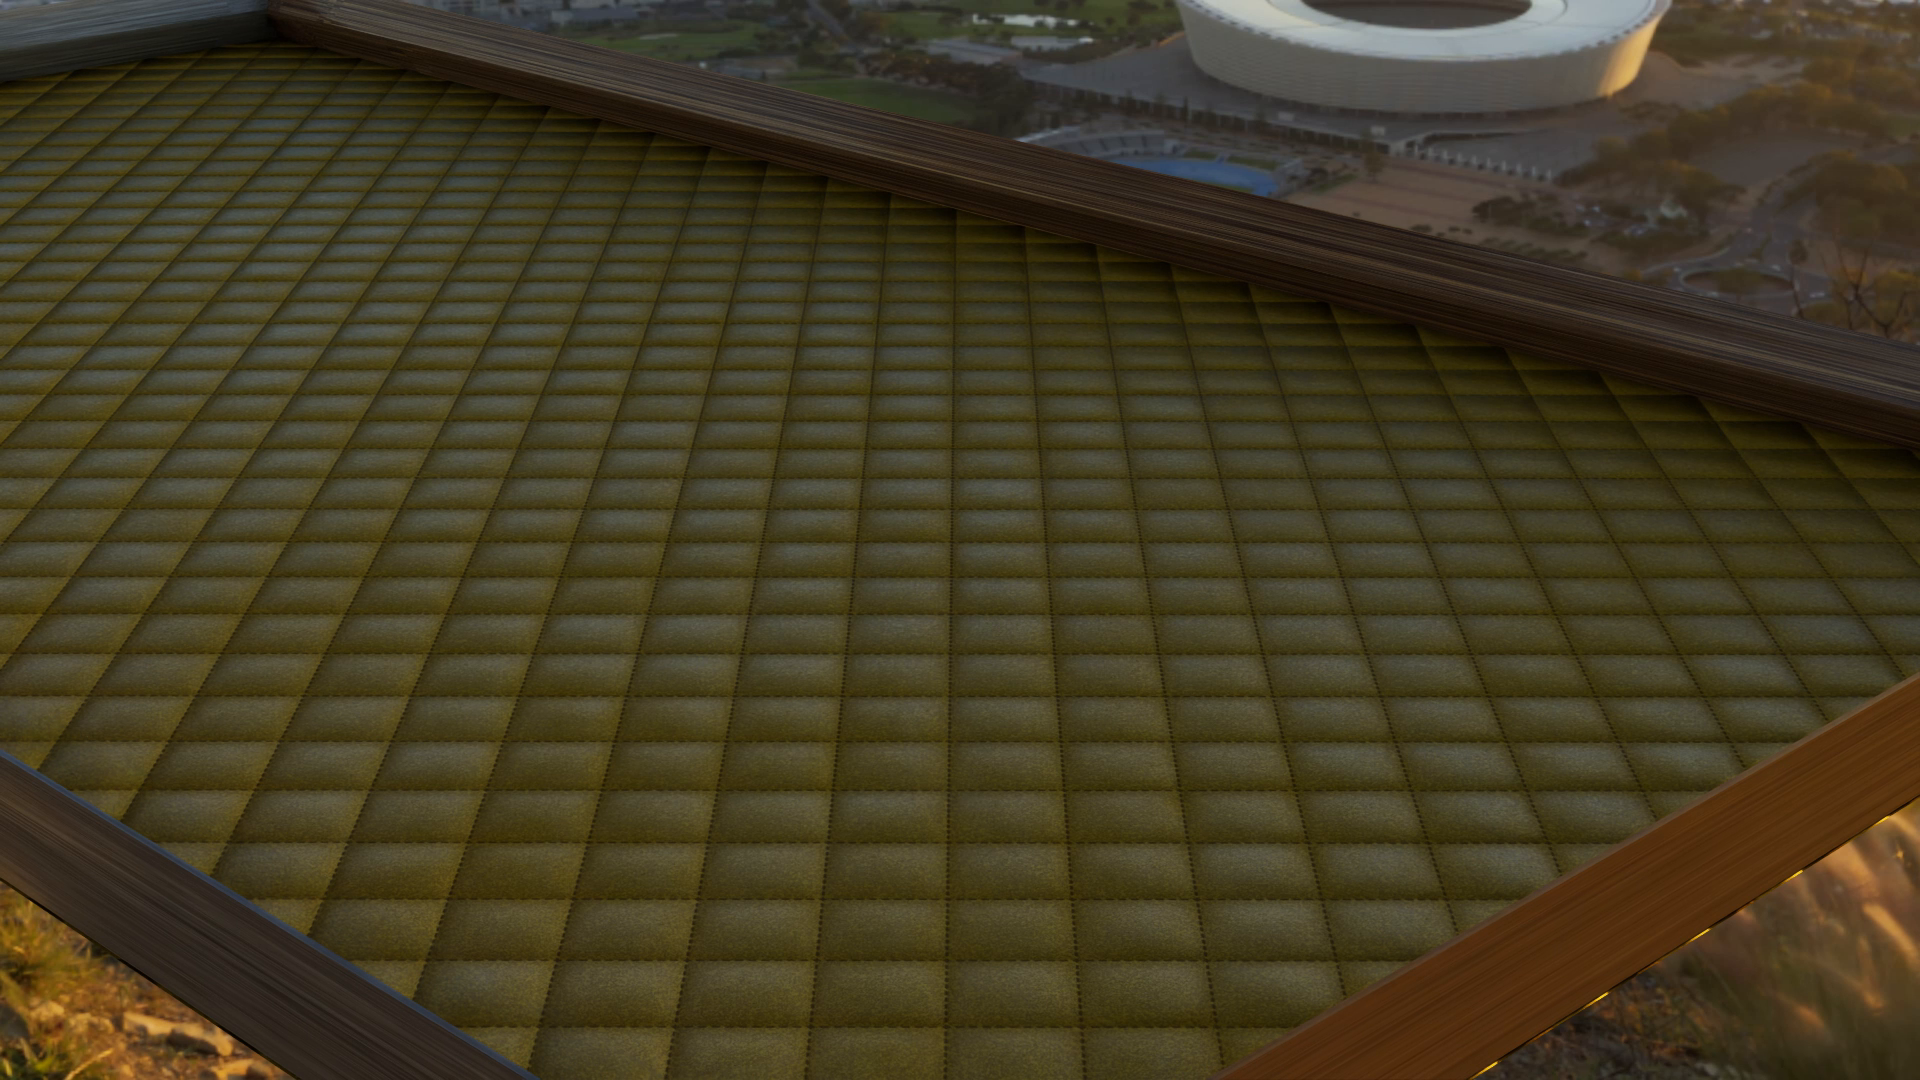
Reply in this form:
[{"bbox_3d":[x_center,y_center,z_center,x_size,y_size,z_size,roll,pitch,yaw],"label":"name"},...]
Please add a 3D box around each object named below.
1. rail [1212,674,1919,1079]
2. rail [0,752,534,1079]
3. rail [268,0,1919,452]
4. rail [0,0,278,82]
[{"bbox_3d":[0.584,0.184,2.113,1.837,0.109,0.045,-20,28,-41],"label":"rail"},{"bbox_3d":[-1.235,-0.015,2.634,0.045,0.109,3.406,-20,28,-41],"label":"rail"},{"bbox_3d":[0.032,-0.466,3.814,0.045,0.109,3.406,-20,28,-41],"label":"rail"},{"bbox_3d":[-1.787,-0.665,4.334,1.837,0.109,0.045,-20,28,-41],"label":"rail"}]
